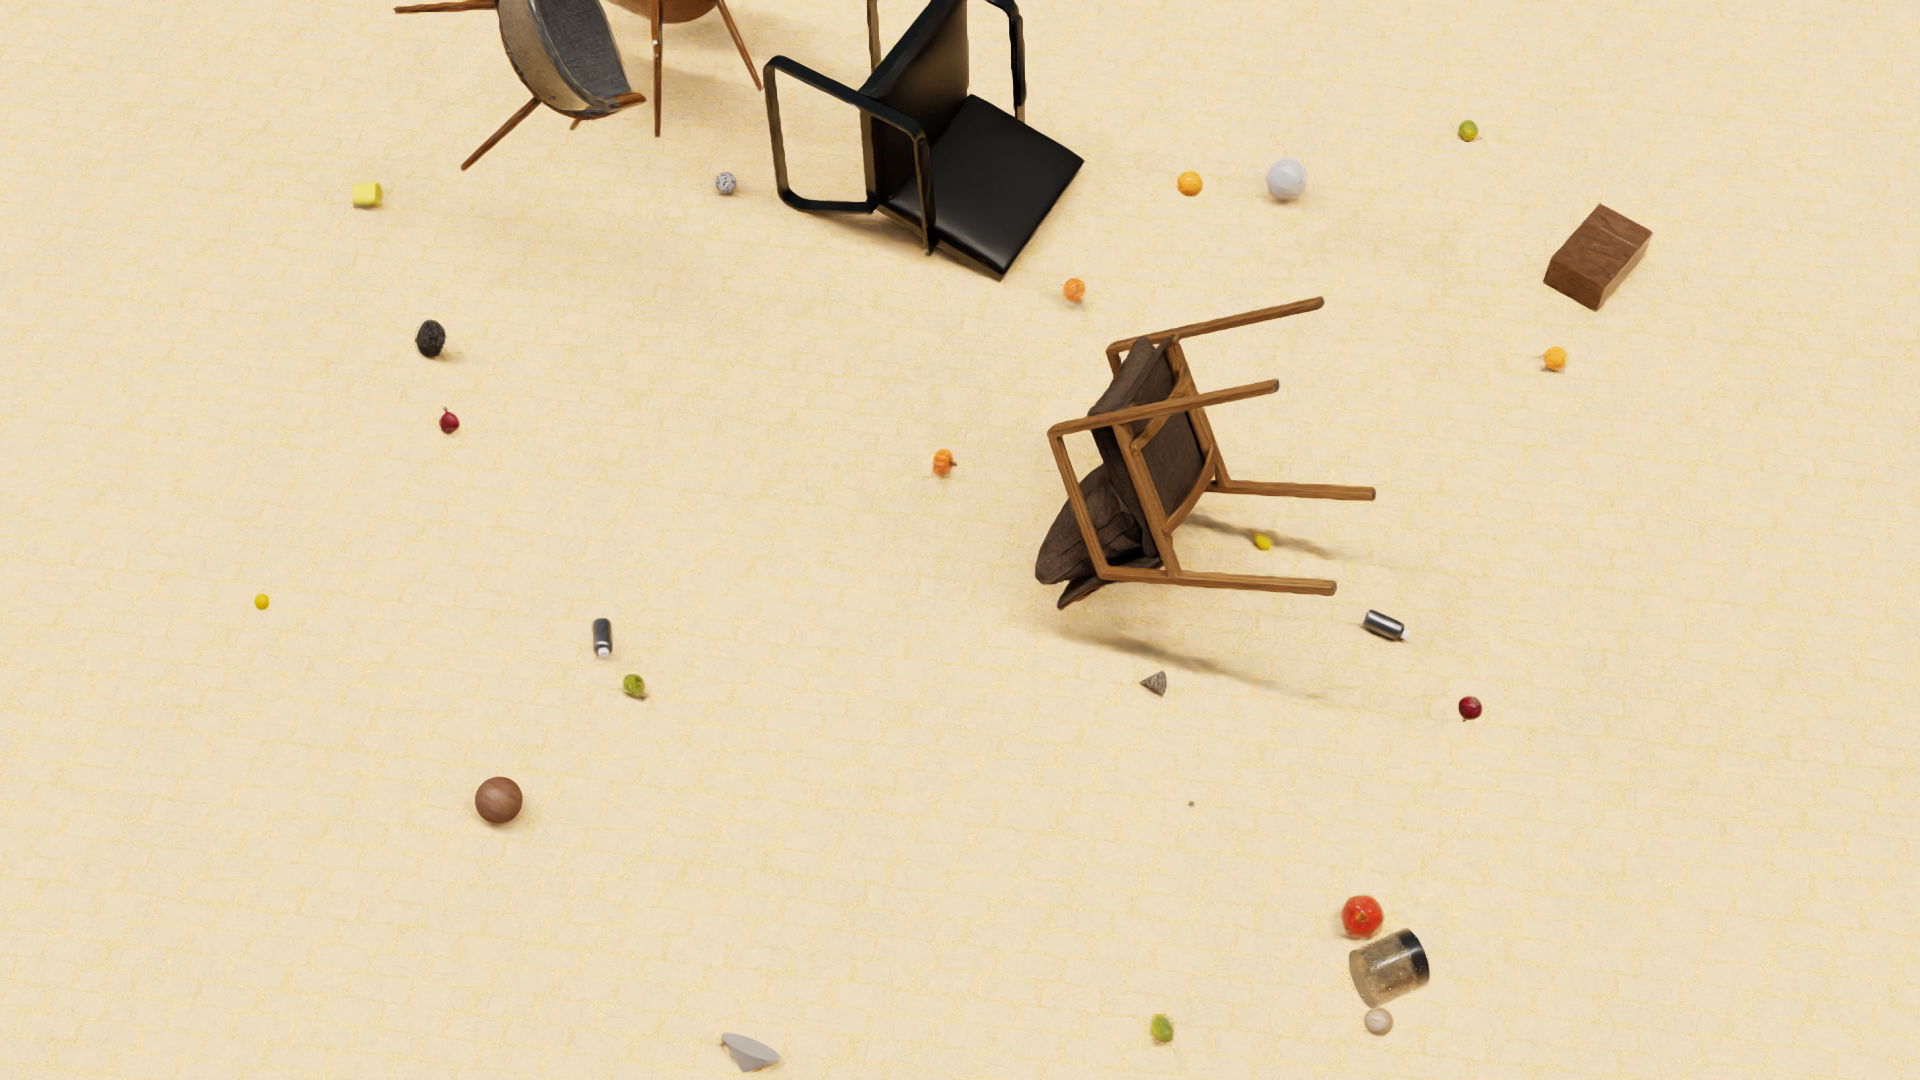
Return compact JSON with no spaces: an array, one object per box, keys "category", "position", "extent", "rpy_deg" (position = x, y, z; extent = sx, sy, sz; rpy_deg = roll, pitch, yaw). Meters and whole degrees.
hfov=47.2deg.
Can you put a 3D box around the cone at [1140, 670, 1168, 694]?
[{"category":"cone","position":[0.542,0.408,6.281],"extent":[0.076,0.067,0.070],"rpy_deg":[-11,69,30]}]

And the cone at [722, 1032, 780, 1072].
[{"category":"cone","position":[-0.548,1.336,5.650],"extent":[0.168,0.114,0.074],"rpy_deg":[21,97,15]}]

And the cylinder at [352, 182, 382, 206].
[{"category":"cylinder","position":[-1.968,-1.148,7.301],"extent":[0.080,0.057,0.078],"rpy_deg":[-3,70,8]}]

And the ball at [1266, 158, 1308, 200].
[{"category":"ball","position":[1.084,-1.199,7.295],"extent":[0.139,0.139,0.139],"rpy_deg":[0,56,0]}]

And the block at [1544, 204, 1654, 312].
[{"category":"block","position":[2.064,-0.915,7.115],"extent":[0.198,0.120,0.306],"rpy_deg":[34,63,21]}]

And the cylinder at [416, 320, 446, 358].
[{"category":"cylinder","position":[-1.665,-0.634,6.922],"extent":[0.075,0.096,0.096],"rpy_deg":[-24,84,-27]}]

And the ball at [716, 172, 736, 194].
[{"category":"ball","position":[-0.780,-1.191,7.330],"extent":[0.071,0.071,0.071],"rpy_deg":[0,56,0]}]

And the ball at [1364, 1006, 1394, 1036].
[{"category":"ball","position":[1.085,1.246,5.693],"extent":[0.074,0.074,0.074],"rpy_deg":[0,56,0]}]

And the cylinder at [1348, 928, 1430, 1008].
[{"category":"cylinder","position":[0.994,0.993,5.100],"extent":[0.132,0.210,0.137],"rpy_deg":[-21,64,-9]}]
